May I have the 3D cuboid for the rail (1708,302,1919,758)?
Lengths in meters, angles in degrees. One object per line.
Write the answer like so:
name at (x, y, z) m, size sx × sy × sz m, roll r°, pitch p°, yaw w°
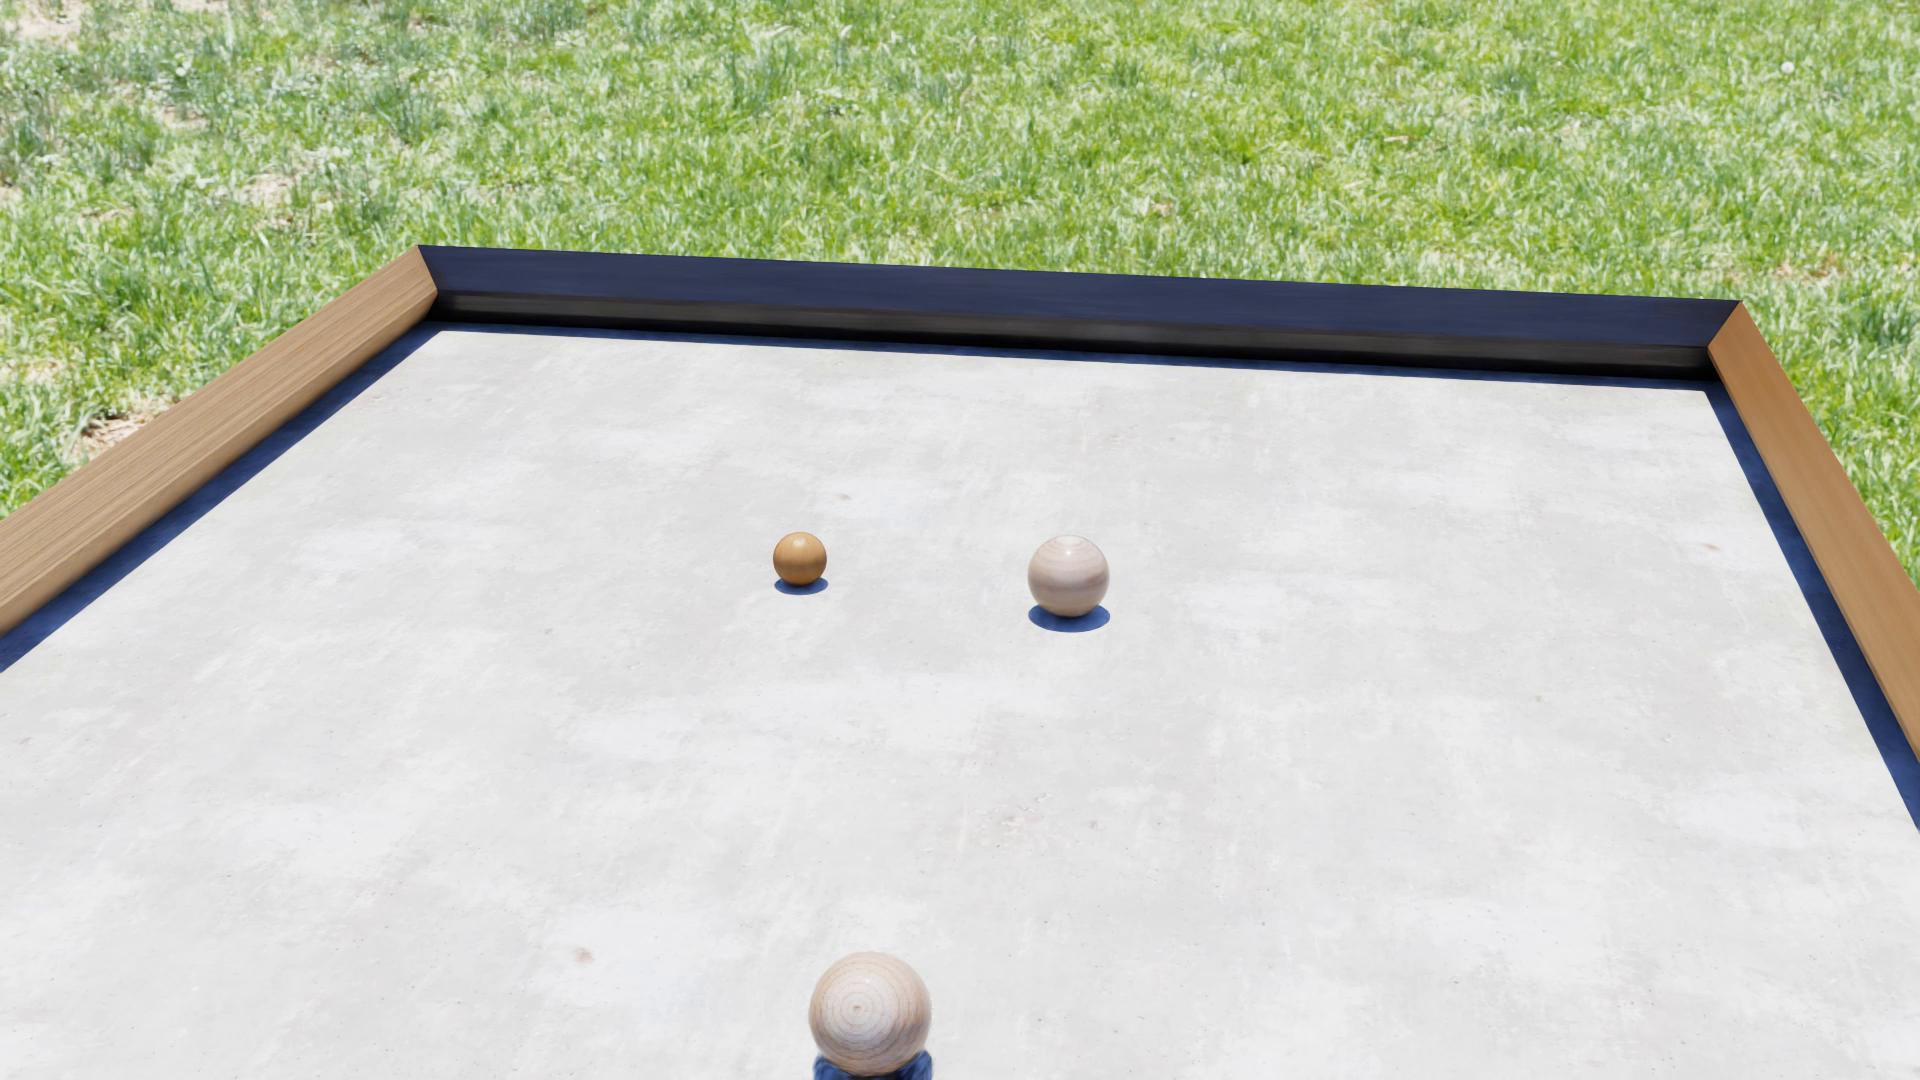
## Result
rail at (0.785, 0.344, 1.518) m, size 0.045 × 0.115 × 3.288 m, roll 3°, pitch 23°, yaw 8°

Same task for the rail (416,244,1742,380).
rail at (0.125, -0.320, 3.132) m, size 1.897 × 0.115 × 0.045 m, roll 3°, pitch 23°, yaw 8°

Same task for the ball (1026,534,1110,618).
ball at (0.114, 0.038, 2.300) m, size 0.087 × 0.087 × 0.087 m, roll 0°, pitch 22°, yaw 0°

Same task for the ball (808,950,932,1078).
ball at (-0.064, 0.338, 1.570) m, size 0.089 × 0.089 × 0.089 m, roll 0°, pitch 22°, yaw 0°

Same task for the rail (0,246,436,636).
rail at (-1.042, 0.234, 1.785) m, size 0.045 × 0.115 × 3.288 m, roll 3°, pitch 23°, yaw 8°

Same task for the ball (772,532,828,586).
ball at (-0.173, 0.020, 2.380) m, size 0.059 × 0.059 × 0.059 m, roll 0°, pitch 22°, yaw 0°
